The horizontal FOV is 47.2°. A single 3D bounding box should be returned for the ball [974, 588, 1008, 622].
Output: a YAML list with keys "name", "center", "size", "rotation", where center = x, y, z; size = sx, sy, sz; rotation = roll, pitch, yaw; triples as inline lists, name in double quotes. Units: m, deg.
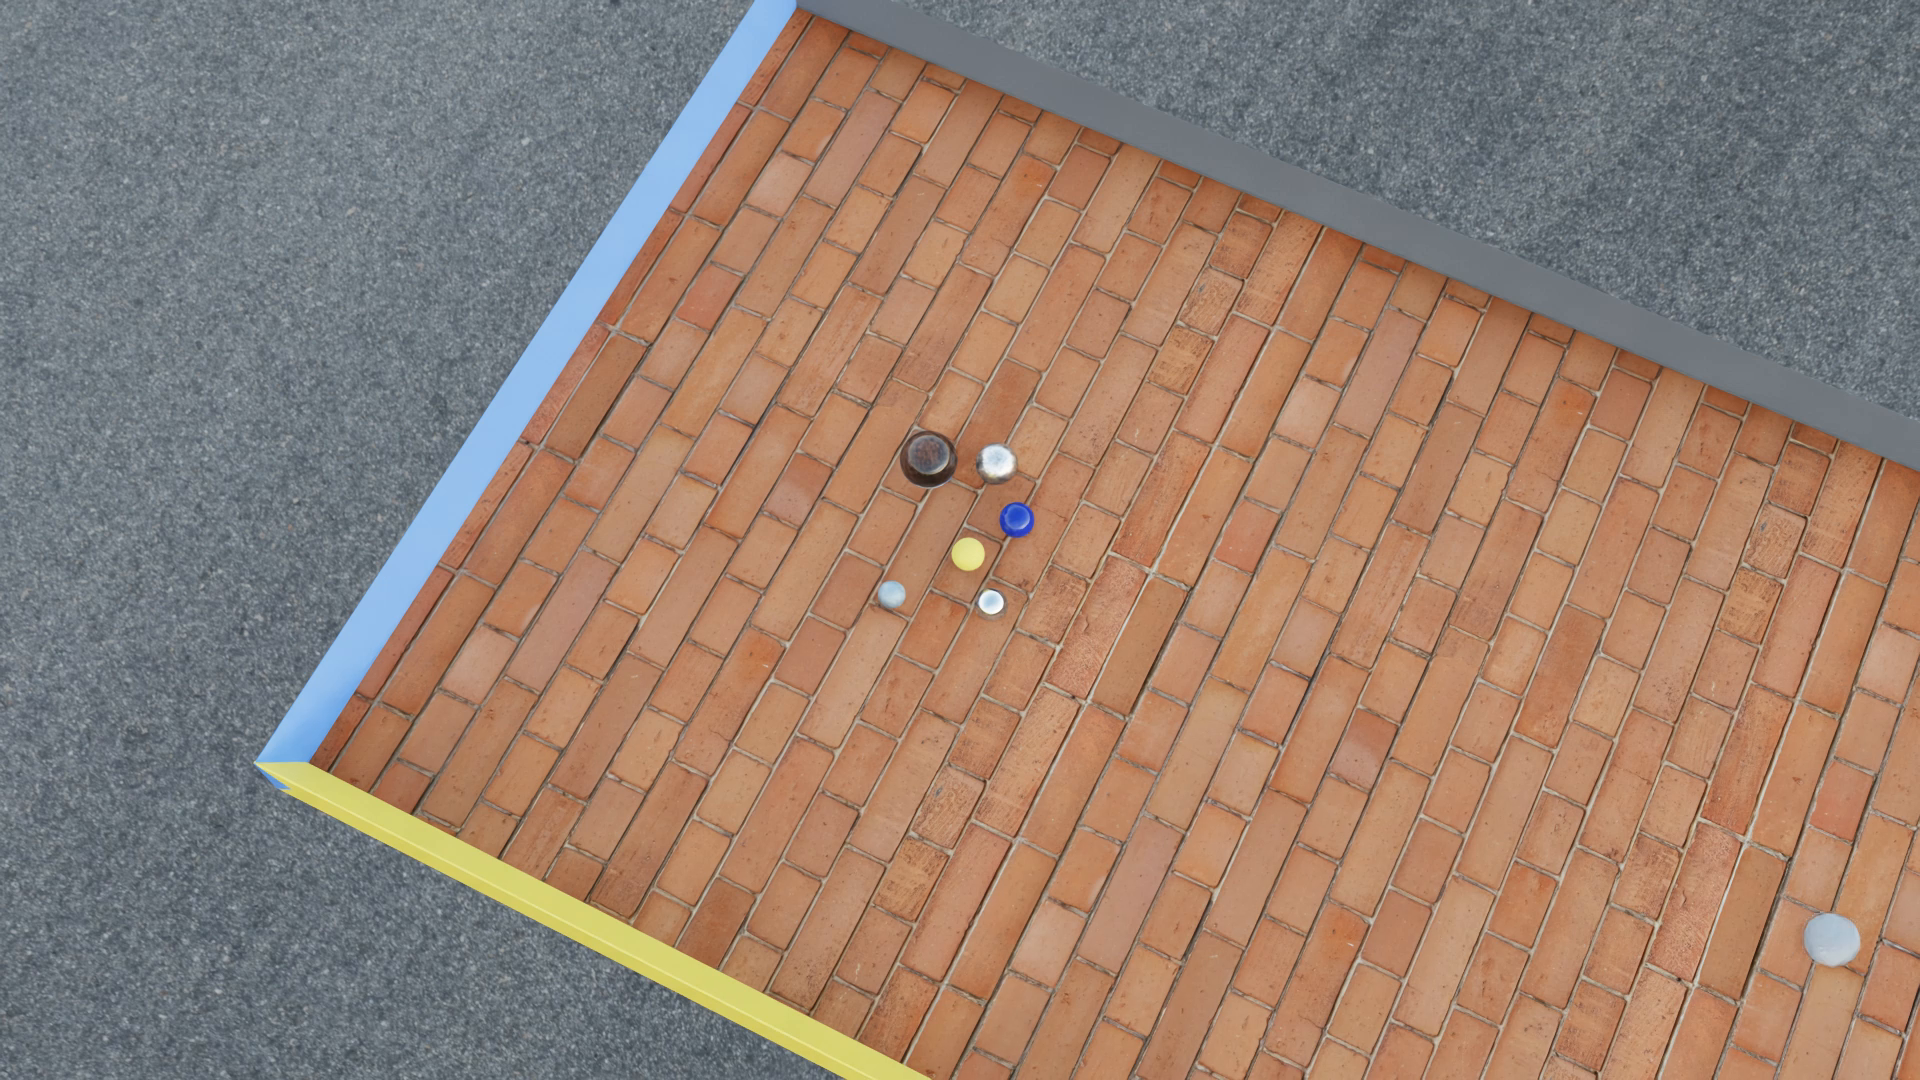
- name: "ball"
  center: [0.049, 0.103, 3.496]
  size: [0.054, 0.054, 0.054]
  rotation: [0, 66, 0]

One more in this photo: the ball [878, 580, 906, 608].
- name: "ball"
  center: [-0.109, 0.087, 3.508]
  size: [0.045, 0.045, 0.045]
  rotation: [0, 66, 0]

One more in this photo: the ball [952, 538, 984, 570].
- name: "ball"
  center: [0.013, 0.023, 3.532]
  size: [0.054, 0.054, 0.054]
  rotation: [0, 66, 0]

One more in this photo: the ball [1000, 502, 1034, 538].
- name: "ball"
  center: [0.092, -0.032, 3.554]
  size: [0.058, 0.058, 0.058]
  rotation: [0, 66, 0]

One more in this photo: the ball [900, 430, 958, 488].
- name: "ball"
  center: [-0.051, -0.131, 3.577]
  size: [0.095, 0.095, 0.095]
  rotation: [0, 66, 0]

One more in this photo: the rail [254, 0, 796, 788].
- name: "rail"
  center: [-0.663, -0.315, 3.641]
  size: [0.045, 0.123, 1.670]
  rotation: [25, 69, 10]

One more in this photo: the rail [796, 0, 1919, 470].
- name: "rail"
  center: [1.047, -0.365, 3.663]
  size: [3.059, 0.123, 0.045]
  rotation: [25, 69, 10]

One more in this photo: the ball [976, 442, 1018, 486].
- name: "ball"
  center: [0.060, -0.125, 3.588]
  size: [0.070, 0.070, 0.070]
  rotation: [0, 66, 0]

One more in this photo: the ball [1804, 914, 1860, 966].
- name: "ball"
  center: [1.295, 0.594, 3.267]
  size: [0.079, 0.079, 0.079]
  rotation: [0, 66, 0]

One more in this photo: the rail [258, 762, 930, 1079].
- name: "rail"
  center: [0.322, 0.964, 3.078]
  size: [3.059, 0.123, 0.045]
  rotation: [25, 69, 10]
